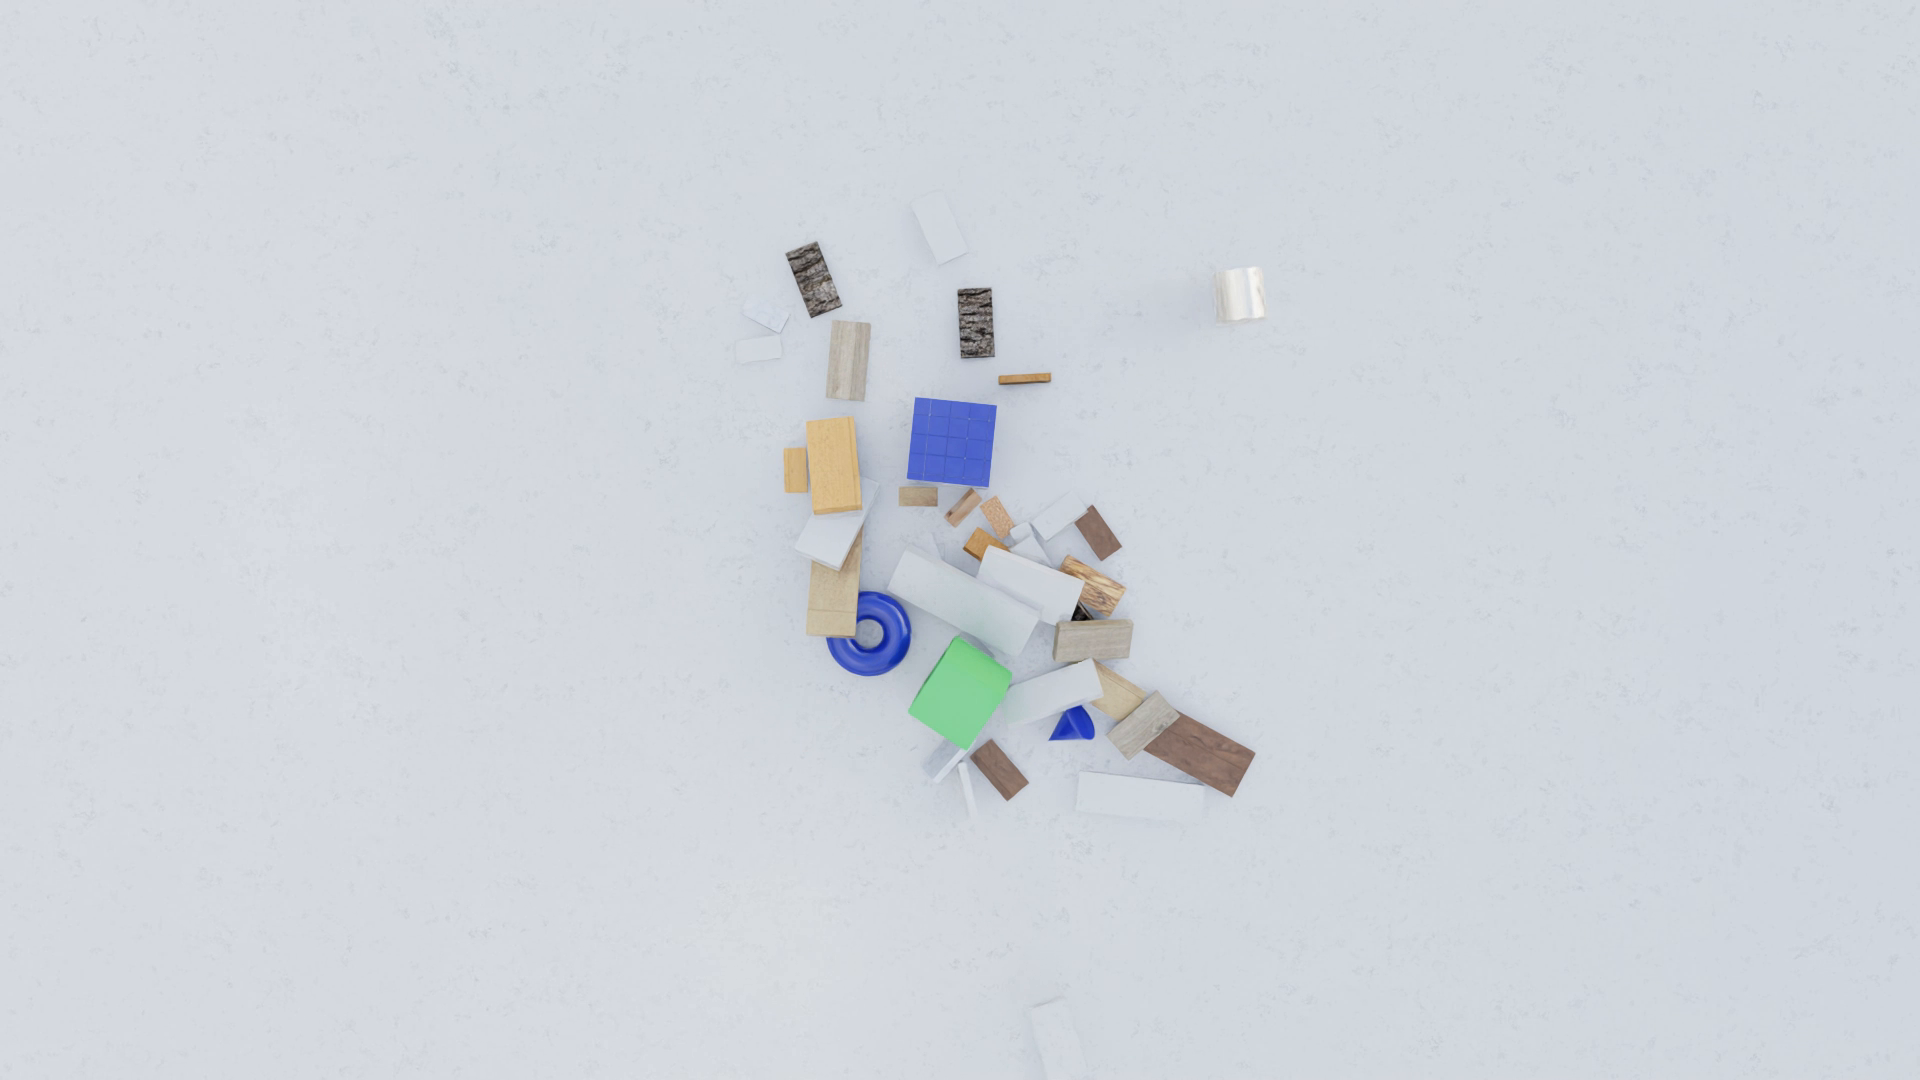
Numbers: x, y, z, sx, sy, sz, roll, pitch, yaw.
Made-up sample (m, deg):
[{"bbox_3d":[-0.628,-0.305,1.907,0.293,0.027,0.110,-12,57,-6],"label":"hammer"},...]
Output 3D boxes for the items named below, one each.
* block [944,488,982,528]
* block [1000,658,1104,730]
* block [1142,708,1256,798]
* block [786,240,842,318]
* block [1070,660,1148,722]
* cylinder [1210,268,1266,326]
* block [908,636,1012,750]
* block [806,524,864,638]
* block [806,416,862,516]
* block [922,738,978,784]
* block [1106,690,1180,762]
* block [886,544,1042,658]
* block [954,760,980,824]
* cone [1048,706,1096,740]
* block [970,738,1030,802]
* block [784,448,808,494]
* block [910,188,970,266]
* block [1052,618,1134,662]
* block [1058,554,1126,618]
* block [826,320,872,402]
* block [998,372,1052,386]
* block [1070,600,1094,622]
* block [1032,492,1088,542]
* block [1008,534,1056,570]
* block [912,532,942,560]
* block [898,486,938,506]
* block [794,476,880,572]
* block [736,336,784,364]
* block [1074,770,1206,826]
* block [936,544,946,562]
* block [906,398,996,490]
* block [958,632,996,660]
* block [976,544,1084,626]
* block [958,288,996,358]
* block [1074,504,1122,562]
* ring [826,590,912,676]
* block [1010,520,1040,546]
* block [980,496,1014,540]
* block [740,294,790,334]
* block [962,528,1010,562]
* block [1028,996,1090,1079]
[{"bbox_3d":[0.011,-0.105,5.467,0.134,0.067,0.019,-46,53,0],"label":"block"},{"bbox_3d":[0.297,0.506,5.425,0.332,0.037,0.129,-21,58,9],"label":"block"},{"bbox_3d":[0.791,0.699,5.476,0.337,0.048,0.168,28,90,0],"label":"block"},{"bbox_3d":[-0.486,-0.866,5.484,0.114,0.032,0.228,-21,90,0],"label":"block"},{"bbox_3d":[0.474,0.492,5.481,0.264,0.037,0.132,32,90,0],"label":"block"},{"bbox_3d":[0.916,-0.799,5.419,0.163,0.163,0.163,-7,90,0],"label":"cylinder"},{"bbox_3d":[0.003,0.496,5.358,0.228,0.228,0.228,33,107,0],"label":"block"},{"bbox_3d":[-0.407,0.087,5.415,0.159,0.045,0.467,4,74,0],"label":"block"},{"bbox_3d":[-0.414,-0.246,5.421,0.159,0.045,0.319,-7,69,0],"label":"block"},{"bbox_3d":[-0.037,0.706,5.452,0.194,0.097,0.027,-47,124,0],"label":"block"},{"bbox_3d":[0.603,0.612,5.440,0.226,0.032,0.113,-42,85,2],"label":"block"},{"bbox_3d":[0.012,0.202,5.428,0.490,0.048,0.168,28,117,3],"label":"block"},{"bbox_3d":[0.021,0.830,5.450,0.027,0.097,0.201,-13,90,-9],"label":"block"},{"bbox_3d":[0.346,0.632,5.468,0.144,0.144,0.144,-35,90,27],"label":"cone"},{"bbox_3d":[0.130,0.764,5.486,0.097,0.027,0.194,-41,90,0],"label":"block"},{"bbox_3d":[-0.547,-0.232,5.489,0.075,0.021,0.149,-2,90,0],"label":"block"},{"bbox_3d":[-0.067,-1.038,5.484,0.114,0.032,0.228,-24,90,0],"label":"block"},{"bbox_3d":[0.437,0.330,5.422,0.258,0.037,0.129,-2,115,-16],"label":"block"},{"bbox_3d":[0.426,0.151,5.464,0.226,0.032,0.113,29,97,-7],"label":"block"},{"bbox_3d":[-0.371,-0.596,5.482,0.129,0.037,0.258,5,90,0],"label":"block"},{"bbox_3d":[0.214,-0.533,5.457,0.172,0.086,0.024,-3,90,0],"label":"block"},{"bbox_3d":[0.327,0.210,5.444,0.113,0.032,0.226,-36,100,25],"label":"block"},{"bbox_3d":[0.330,-0.077,5.474,0.172,0.024,0.086,-37,70,0],"label":"block"},{"bbox_3d":[0.246,0.076,5.460,0.090,0.026,0.180,-35,108,0],"label":"block"},{"bbox_3d":[-0.105,0.041,5.473,0.064,0.018,0.129,-22,90,0],"label":"block"},{"bbox_3d":[-0.139,-0.144,5.491,0.129,0.018,0.064,0,90,0],"label":"block"},{"bbox_3d":[-0.401,-0.072,5.407,0.159,0.045,0.319,23,72,7],"label":"block"},{"bbox_3d":[-0.668,-0.634,5.489,0.149,0.021,0.075,-8,90,0],"label":"block"},{"bbox_3d":[0.598,0.856,5.481,0.419,0.037,0.132,7,90,0],"label":"block"},{"bbox_3d":[-0.081,0.076,5.491,0.064,0.018,0.129,-2,90,0],"label":"block"},{"bbox_3d":[-0.026,-0.311,5.369,0.262,0.262,0.262,6,90,0],"label":"block"},{"bbox_3d":[0.046,0.363,5.490,0.068,0.019,0.136,-43,90,0],"label":"block"},{"bbox_3d":[0.222,0.156,5.404,0.337,0.048,0.168,21,116,6],"label":"block"},{"bbox_3d":[0.053,-0.721,5.484,0.114,0.032,0.228,-3,90,0],"label":"block"},{"bbox_3d":[0.455,-0.023,5.488,0.086,0.024,0.172,-35,90,0],"label":"block"},{"bbox_3d":[-0.302,0.310,5.454,0.285,0.095,0.285,0,91,-1],"label":"ring"},{"bbox_3d":[0.223,0.009,5.480,0.067,0.019,0.134,-28,99,-1],"label":"block"},{"bbox_3d":[0.128,-0.074,5.491,0.067,0.019,0.134,-32,90,0],"label":"block"},{"bbox_3d":[-0.648,-0.753,5.489,0.149,0.021,0.075,28,90,0],"label":"block"},{"bbox_3d":[0.108,0.043,5.468,0.180,0.026,0.090,34,63,0],"label":"block"},{"bbox_3d":[0.326,1.664,5.481,0.132,0.037,0.264,-18,90,0],"label":"block"}]
